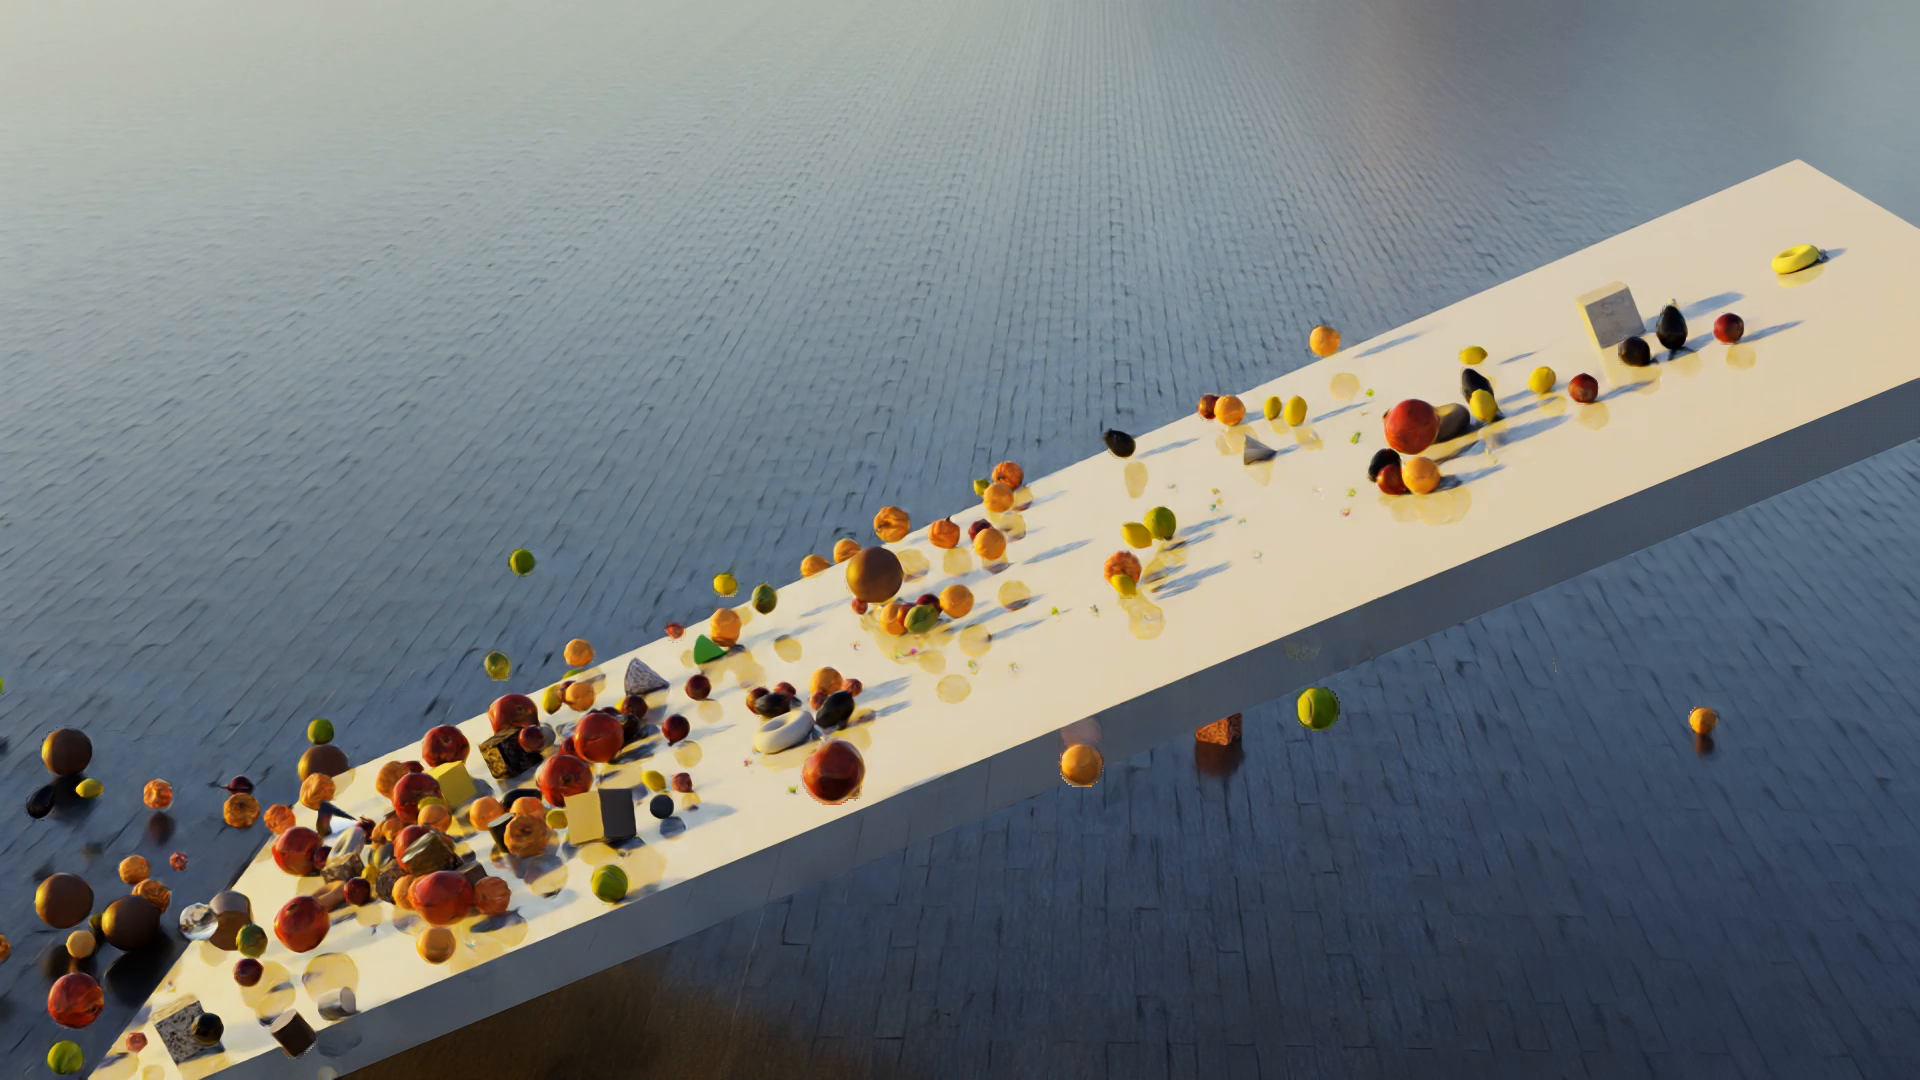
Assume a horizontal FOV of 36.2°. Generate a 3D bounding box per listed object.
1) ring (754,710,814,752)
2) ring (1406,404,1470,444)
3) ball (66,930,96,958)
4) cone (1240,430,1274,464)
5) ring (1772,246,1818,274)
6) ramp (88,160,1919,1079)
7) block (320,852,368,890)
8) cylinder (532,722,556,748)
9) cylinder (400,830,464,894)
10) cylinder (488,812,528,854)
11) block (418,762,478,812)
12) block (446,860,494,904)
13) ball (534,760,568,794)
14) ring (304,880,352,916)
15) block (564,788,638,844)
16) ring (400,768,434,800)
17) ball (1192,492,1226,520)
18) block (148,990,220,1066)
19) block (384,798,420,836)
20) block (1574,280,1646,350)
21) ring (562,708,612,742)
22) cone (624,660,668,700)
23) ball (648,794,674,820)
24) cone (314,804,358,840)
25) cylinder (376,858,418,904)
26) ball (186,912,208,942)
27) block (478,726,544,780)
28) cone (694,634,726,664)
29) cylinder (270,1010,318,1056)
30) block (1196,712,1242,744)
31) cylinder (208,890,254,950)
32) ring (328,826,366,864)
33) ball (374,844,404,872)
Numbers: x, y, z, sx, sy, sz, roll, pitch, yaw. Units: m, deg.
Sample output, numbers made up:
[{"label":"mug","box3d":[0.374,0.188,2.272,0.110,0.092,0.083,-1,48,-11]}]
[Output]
[{"label":"ring","box3d":[-0.358,0.390,5.981,0.134,0.045,0.134,-22,14,6]},{"label":"ring","box3d":[0.979,-0.237,6.024,0.139,0.046,0.139,-22,13,6]},{"label":"ball","box3d":[-1.999,0.919,6.694,0.064,0.064,0.064,0,15,0]},{"label":"cone","box3d":[0.662,-0.197,6.479,0.075,0.075,0.075,12,14,-7]},{"label":"ring","box3d":[1.720,-0.579,6.057,0.098,0.033,0.098,-22,13,6]},{"label":"ramp","box3d":[0.132,0.170,6.284,4.000,0.100,2.000,-23,13,8]},{"label":"block","box3d":[-1.338,0.726,6.400,0.063,0.063,0.063,-20,14,22]},{"label":"cylinder","box3d":[-0.966,0.453,6.821,0.053,0.053,0.053,-3,8,-13]},{"label":"cylinder","box3d":[-1.073,0.655,5.982,0.090,0.090,0.090,-34,18,13]},{"label":"cylinder","box3d":[-0.944,0.610,6.134,0.063,0.063,0.063,-23,13,6]},{"label":"block","box3d":[-1.168,0.562,6.706,0.081,0.081,0.081,-35,16,-37]},{"label":"block","box3d":[-0.983,0.687,5.901,0.062,0.062,0.062,-31,14,-25]},{"label":"ball","box3d":[-0.887,0.516,6.384,0.074,0.074,0.074,0,15,0]},{"label":"ring","box3d":[-1.360,0.770,6.326,0.109,0.036,0.109,-23,14,6]},{"label":"block","box3d":[-0.710,0.546,5.812,0.094,0.094,0.094,-16,-12,35]},{"label":"ring","box3d":[-1.270,0.577,6.937,0.112,0.037,0.112,-24,14,6]},{"label":"ball","box3d":[0.529,-0.067,6.230,0.072,0.072,0.072,0,15,0]},{"label":"block","box3d":[-1.515,0.953,5.743,0.094,0.094,0.094,-29,13,-18]},{"label":"block","box3d":[-1.266,0.629,6.668,0.058,0.058,0.058,-26,13,-7]},{"label":"block","box3d":[1.357,-0.471,6.145,0.099,0.099,0.099,-24,13,5]},{"label":"ring","box3d":[-0.858,0.426,6.770,0.123,0.041,0.123,-25,12,6]},{"label":"cone","box3d":[-0.723,0.330,6.900,0.096,0.096,0.096,1,14,24]},{"label":"ball","box3d":[-0.592,0.529,5.838,0.050,0.050,0.050,0,15,0]},{"label":"cone","box3d":[-1.455,0.661,6.927,0.094,0.094,0.094,-13,10,21]},{"label":"cylinder","box3d":[-1.173,0.710,6.132,0.074,0.074,0.074,1,16,4]},{"label":"ball","box3d":[-1.681,0.856,6.509,0.065,0.065,0.065,0,15,0]},{"label":"block","box3d":[-1.029,0.486,6.733,0.089,0.089,0.089,-34,15,-35]},{"label":"cone","box3d":[-0.580,0.263,6.930,0.072,0.072,0.072,8,17,16]},{"label":"cylinder","box3d":[-1.228,0.908,5.419,0.062,0.062,0.062,-31,20,12]},{"label":"block","box3d":[0.721,0.503,8.181,0.096,0.096,0.096,9,17,29]},{"label":"cylinder","box3d":[-1.547,0.807,6.237,0.095,0.095,0.095,-4,20,-14]},{"label":"ring","box3d":[-1.368,0.692,6.558,0.040,0.121,0.121,35,2,-22]},{"label":"ball","box3d":[-1.228,0.688,6.332,0.070,0.070,0.070,0,15,0]}]
